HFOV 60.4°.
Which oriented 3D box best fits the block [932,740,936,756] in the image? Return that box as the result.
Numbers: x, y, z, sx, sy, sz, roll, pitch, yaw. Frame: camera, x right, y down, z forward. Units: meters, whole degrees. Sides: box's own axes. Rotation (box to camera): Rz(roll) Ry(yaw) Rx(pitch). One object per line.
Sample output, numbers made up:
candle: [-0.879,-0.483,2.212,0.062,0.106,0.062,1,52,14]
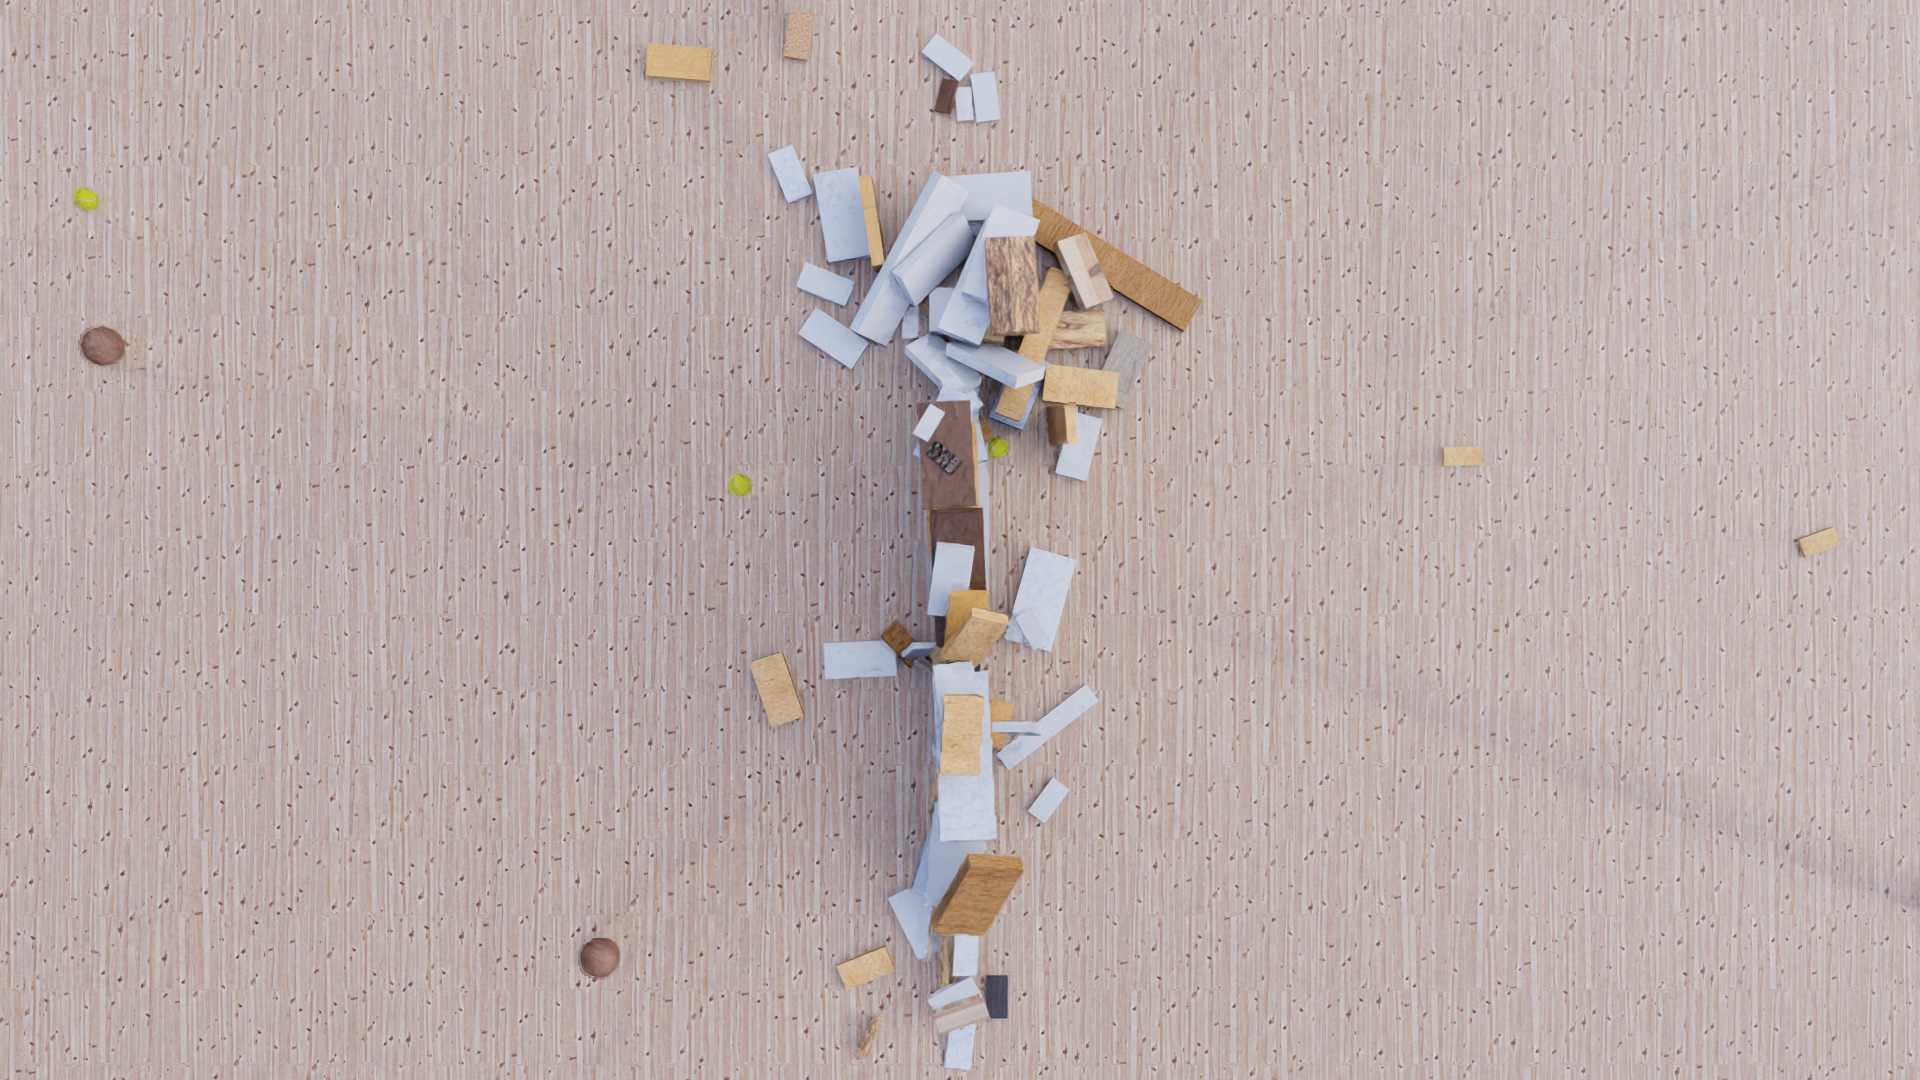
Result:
block: [-0.016,0.573,5.341,0.130,0.037,0.260,4,93,-2]

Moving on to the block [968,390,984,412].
block: [0.011,-0.424,5.320,0.122,0.017,0.061,-36,75,9]

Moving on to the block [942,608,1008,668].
block: [0.045,0.307,5.169,0.123,0.247,0.035,14,49,-18]

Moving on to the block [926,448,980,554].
block: [-0.023,-0.124,5.264,0.168,0.048,0.336,-2,92,0]

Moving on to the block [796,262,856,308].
block: [-0.447,-0.850,5.488,0.175,0.025,0.088,22,90,0]

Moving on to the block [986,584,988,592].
block: [0.003,0.037,5.407,0.178,0.050,0.356,0,67,0]

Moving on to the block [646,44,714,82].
block: [-0.934,-1.586,5.485,0.212,0.030,0.106,5,90,0]

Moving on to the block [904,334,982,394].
block: [-0.055,-0.574,5.412,0.123,0.035,0.246,-32,65,-28]

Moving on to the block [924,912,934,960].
block: [-0.093,1.271,5.296,0.020,0.070,0.140,9,69,-1]

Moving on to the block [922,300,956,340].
block: [-0.050,-0.743,5.491,0.061,0.017,0.159,-44,90,0]

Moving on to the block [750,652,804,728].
block: [-0.609,0.496,5.484,0.113,0.032,0.227,-19,90,0]

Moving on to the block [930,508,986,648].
block: [-0.002,0.129,5.252,0.168,0.048,0.473,-2,111,0]

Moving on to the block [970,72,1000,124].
block: [0.085,-1.472,5.489,0.080,0.023,0.159,-7,90,0]

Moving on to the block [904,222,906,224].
block: [-0.081,-1.080,5.487,0.188,0.027,0.094,-41,90,0]

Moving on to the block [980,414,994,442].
block: [0.050,-0.378,5.448,0.068,0.019,0.137,-27,68,-12]

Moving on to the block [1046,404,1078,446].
block: [0.332,-0.373,5.373,0.035,0.246,0.123,-5,93,-10]

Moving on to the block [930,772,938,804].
block: [-0.014,0.745,5.415,0.130,0.037,0.260,7,73,2]

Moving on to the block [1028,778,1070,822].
block: [0.295,0.865,5.490,0.069,0.020,0.139,37,90,0]

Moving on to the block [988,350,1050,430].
block: [0.197,-0.498,5.483,0.121,0.034,0.241,22,90,0]

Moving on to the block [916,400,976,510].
block: [-0.042,-0.269,5.212,0.168,0.048,0.336,-4,92,0]

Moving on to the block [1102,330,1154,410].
block: [0.536,-0.567,5.483,0.118,0.034,0.237,26,90,0]

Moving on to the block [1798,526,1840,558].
block: [2.859,0.006,5.491,0.125,0.018,0.063,-20,90,0]

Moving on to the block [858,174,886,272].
block: [-0.285,-1.039,5.425,0.042,0.148,0.295,-9,90,2]

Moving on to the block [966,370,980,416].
block: [0.009,-0.514,5.440,0.110,0.031,0.221,-2,68,5]

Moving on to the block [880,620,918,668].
block: [-0.187,0.346,5.465,0.075,0.021,0.150,-44,103,-15]

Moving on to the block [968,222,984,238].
block: [0.110,-1.021,5.487,0.188,0.027,0.094,40,90,0]

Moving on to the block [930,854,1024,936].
block: [0.050,1.110,5.149,0.175,0.050,0.350,9,130,-20]

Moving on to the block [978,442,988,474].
block: [0.003,-0.186,5.425,0.178,0.050,0.356,0,73,0]

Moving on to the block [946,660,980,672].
block: [0.005,0.319,5.379,0.118,0.033,0.236,-1,89,-1]

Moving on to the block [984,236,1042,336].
block: [0.169,-0.817,5.302,0.158,0.045,0.316,-3,81,-4]

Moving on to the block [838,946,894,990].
block: [-0.313,1.423,5.488,0.173,0.024,0.086,-22,90,0]

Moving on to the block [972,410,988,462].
block: [0.014,-0.353,5.360,0.110,0.031,0.221,-13,82,4]

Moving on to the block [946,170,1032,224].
block: [0.086,-1.130,5.447,0.301,0.043,0.150,-3,90,2]

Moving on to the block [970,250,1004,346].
block: [0.088,-0.799,5.426,0.148,0.042,0.296,8,80,-2]

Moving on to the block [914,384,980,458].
block: [-0.044,-0.363,5.298,0.123,0.035,0.246,25,97,4]

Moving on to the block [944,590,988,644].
block: [0.016,0.269,5.230,0.119,0.034,0.238,0,122,-10]

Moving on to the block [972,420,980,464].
block: [0.023,-0.313,5.323,0.068,0.019,0.137,-5,82,15]

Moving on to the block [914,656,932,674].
block: [-0.107,0.412,5.455,0.045,0.091,0.013,-33,52,20]

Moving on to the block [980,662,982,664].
block: [0.007,0.501,5.424,0.118,0.033,0.236,2,68,0]

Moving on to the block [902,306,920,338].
block: [-0.166,-0.728,5.492,0.054,0.015,0.107,3,90,0]

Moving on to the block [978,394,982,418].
block: [0.010,-0.384,5.423,0.110,0.031,0.220,0,69,6]

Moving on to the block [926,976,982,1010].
block: [-0.019,1.505,5.443,0.161,0.023,0.081,-30,106,2]

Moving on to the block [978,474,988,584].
block: [0.003,-0.036,5.326,0.178,0.050,0.356,0,84,0]
